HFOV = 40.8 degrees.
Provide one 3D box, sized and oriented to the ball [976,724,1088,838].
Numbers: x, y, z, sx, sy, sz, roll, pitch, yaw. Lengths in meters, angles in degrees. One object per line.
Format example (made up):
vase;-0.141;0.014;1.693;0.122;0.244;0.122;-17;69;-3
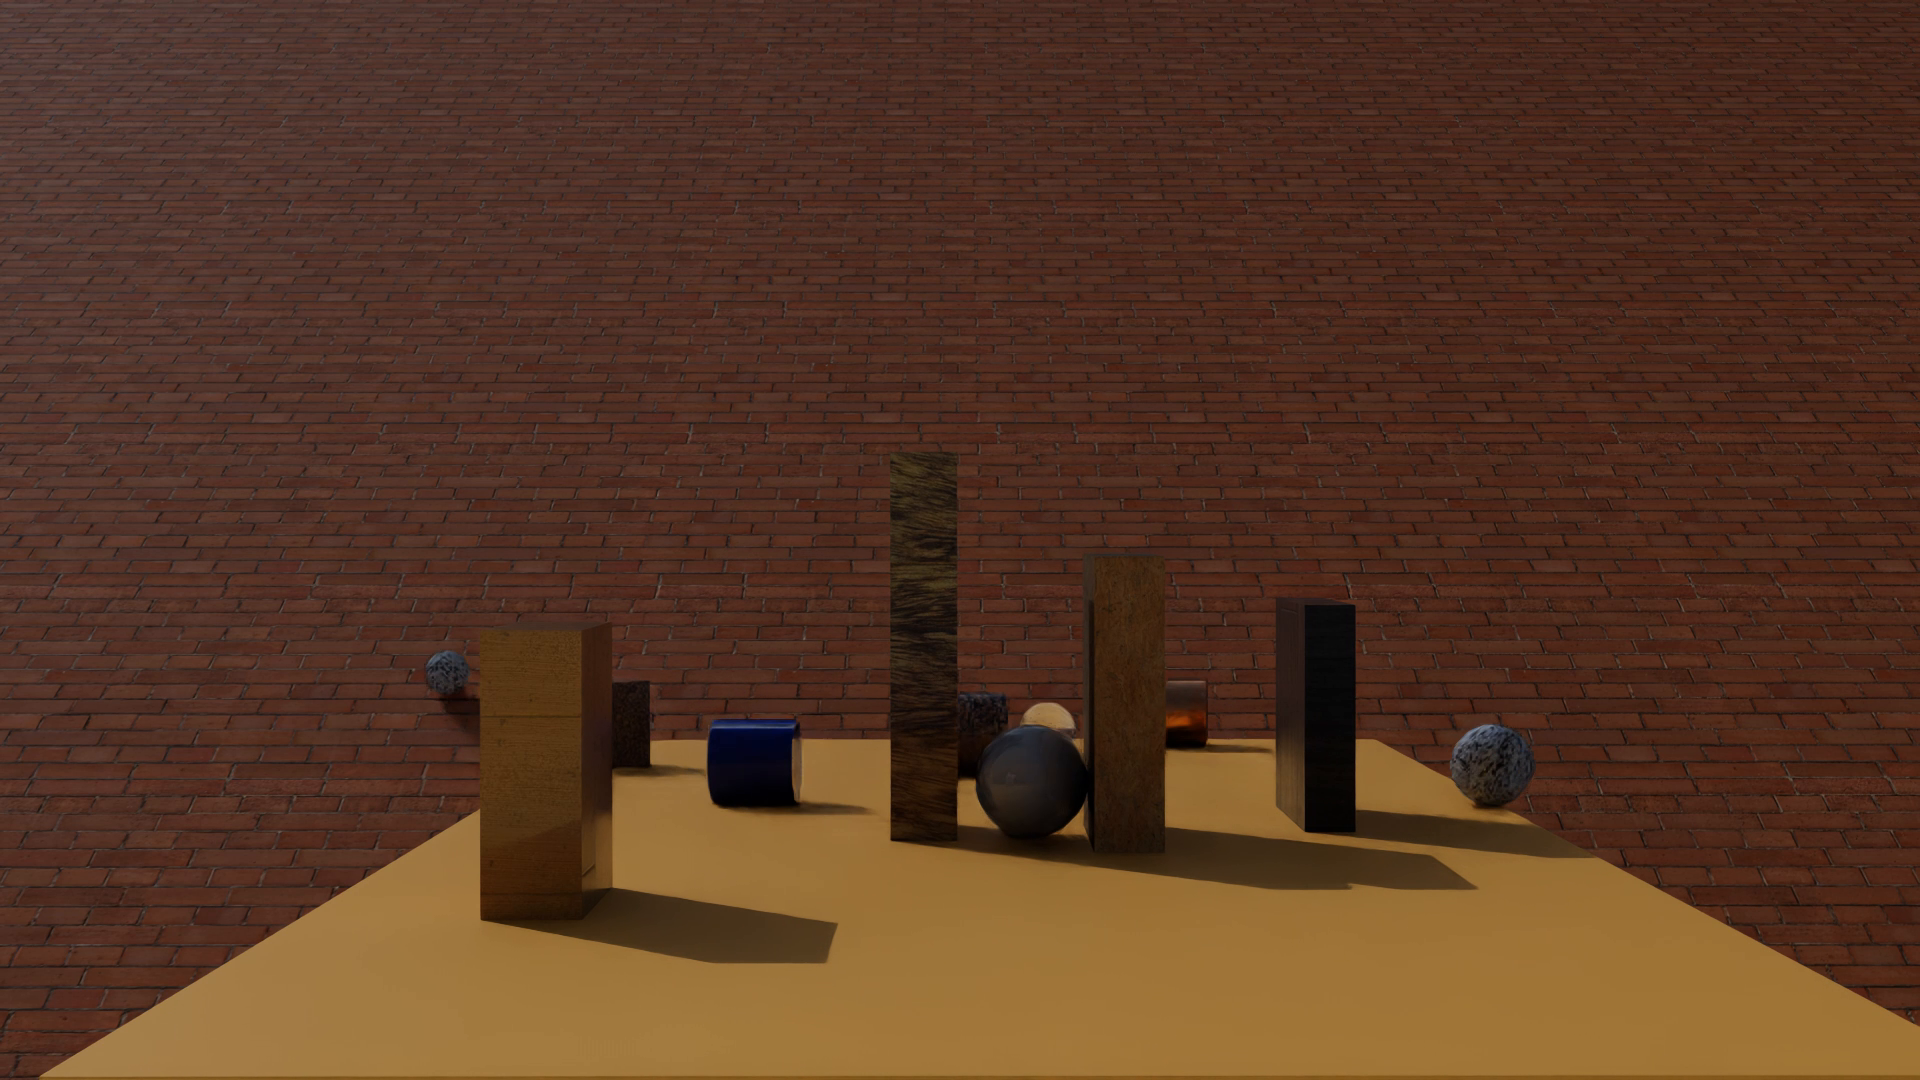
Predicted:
ball;0.127;0.427;4.583;0.201;0.201;0.201;0;29;0

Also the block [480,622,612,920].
block;-0.605;0.330;3.803;0.143;0.408;0.324;0;0;0

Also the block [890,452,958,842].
block;-0.064;0.186;4.651;0.117;0.682;0.247;0;0;0

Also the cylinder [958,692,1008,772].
cylinder;0.010;0.427;5.754;0.176;0.176;0.176;0;29;-5

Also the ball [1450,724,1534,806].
ball;1.045;0.443;5.081;0.160;0.160;0.160;0;29;0

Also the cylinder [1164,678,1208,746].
cylinder;0.531;0.429;6.438;0.165;0.165;0.165;0;28;7

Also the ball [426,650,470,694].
ball;-1.381;0.357;6.965;0.118;0.118;0.118;0;29;0

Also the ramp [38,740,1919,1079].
ramp;0.064;0.577;4.622;2.000;0.100;4.000;0;0;0

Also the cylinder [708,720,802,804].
cylinder;-0.406;0.440;5.134;0.166;0.166;0.166;0;29;3

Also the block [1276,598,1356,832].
block;0.667;0.320;4.872;0.091;0.410;0.427;0;0;0

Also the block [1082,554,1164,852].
block;0.287;0.277;4.572;0.119;0.501;0.401;0;0;0

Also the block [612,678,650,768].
block;-0.847;0.420;5.949;0.194;0.194;0.194;0;1;-37

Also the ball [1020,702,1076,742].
ball;0.206;0.448;6.096;0.134;0.134;0.134;0;29;0
